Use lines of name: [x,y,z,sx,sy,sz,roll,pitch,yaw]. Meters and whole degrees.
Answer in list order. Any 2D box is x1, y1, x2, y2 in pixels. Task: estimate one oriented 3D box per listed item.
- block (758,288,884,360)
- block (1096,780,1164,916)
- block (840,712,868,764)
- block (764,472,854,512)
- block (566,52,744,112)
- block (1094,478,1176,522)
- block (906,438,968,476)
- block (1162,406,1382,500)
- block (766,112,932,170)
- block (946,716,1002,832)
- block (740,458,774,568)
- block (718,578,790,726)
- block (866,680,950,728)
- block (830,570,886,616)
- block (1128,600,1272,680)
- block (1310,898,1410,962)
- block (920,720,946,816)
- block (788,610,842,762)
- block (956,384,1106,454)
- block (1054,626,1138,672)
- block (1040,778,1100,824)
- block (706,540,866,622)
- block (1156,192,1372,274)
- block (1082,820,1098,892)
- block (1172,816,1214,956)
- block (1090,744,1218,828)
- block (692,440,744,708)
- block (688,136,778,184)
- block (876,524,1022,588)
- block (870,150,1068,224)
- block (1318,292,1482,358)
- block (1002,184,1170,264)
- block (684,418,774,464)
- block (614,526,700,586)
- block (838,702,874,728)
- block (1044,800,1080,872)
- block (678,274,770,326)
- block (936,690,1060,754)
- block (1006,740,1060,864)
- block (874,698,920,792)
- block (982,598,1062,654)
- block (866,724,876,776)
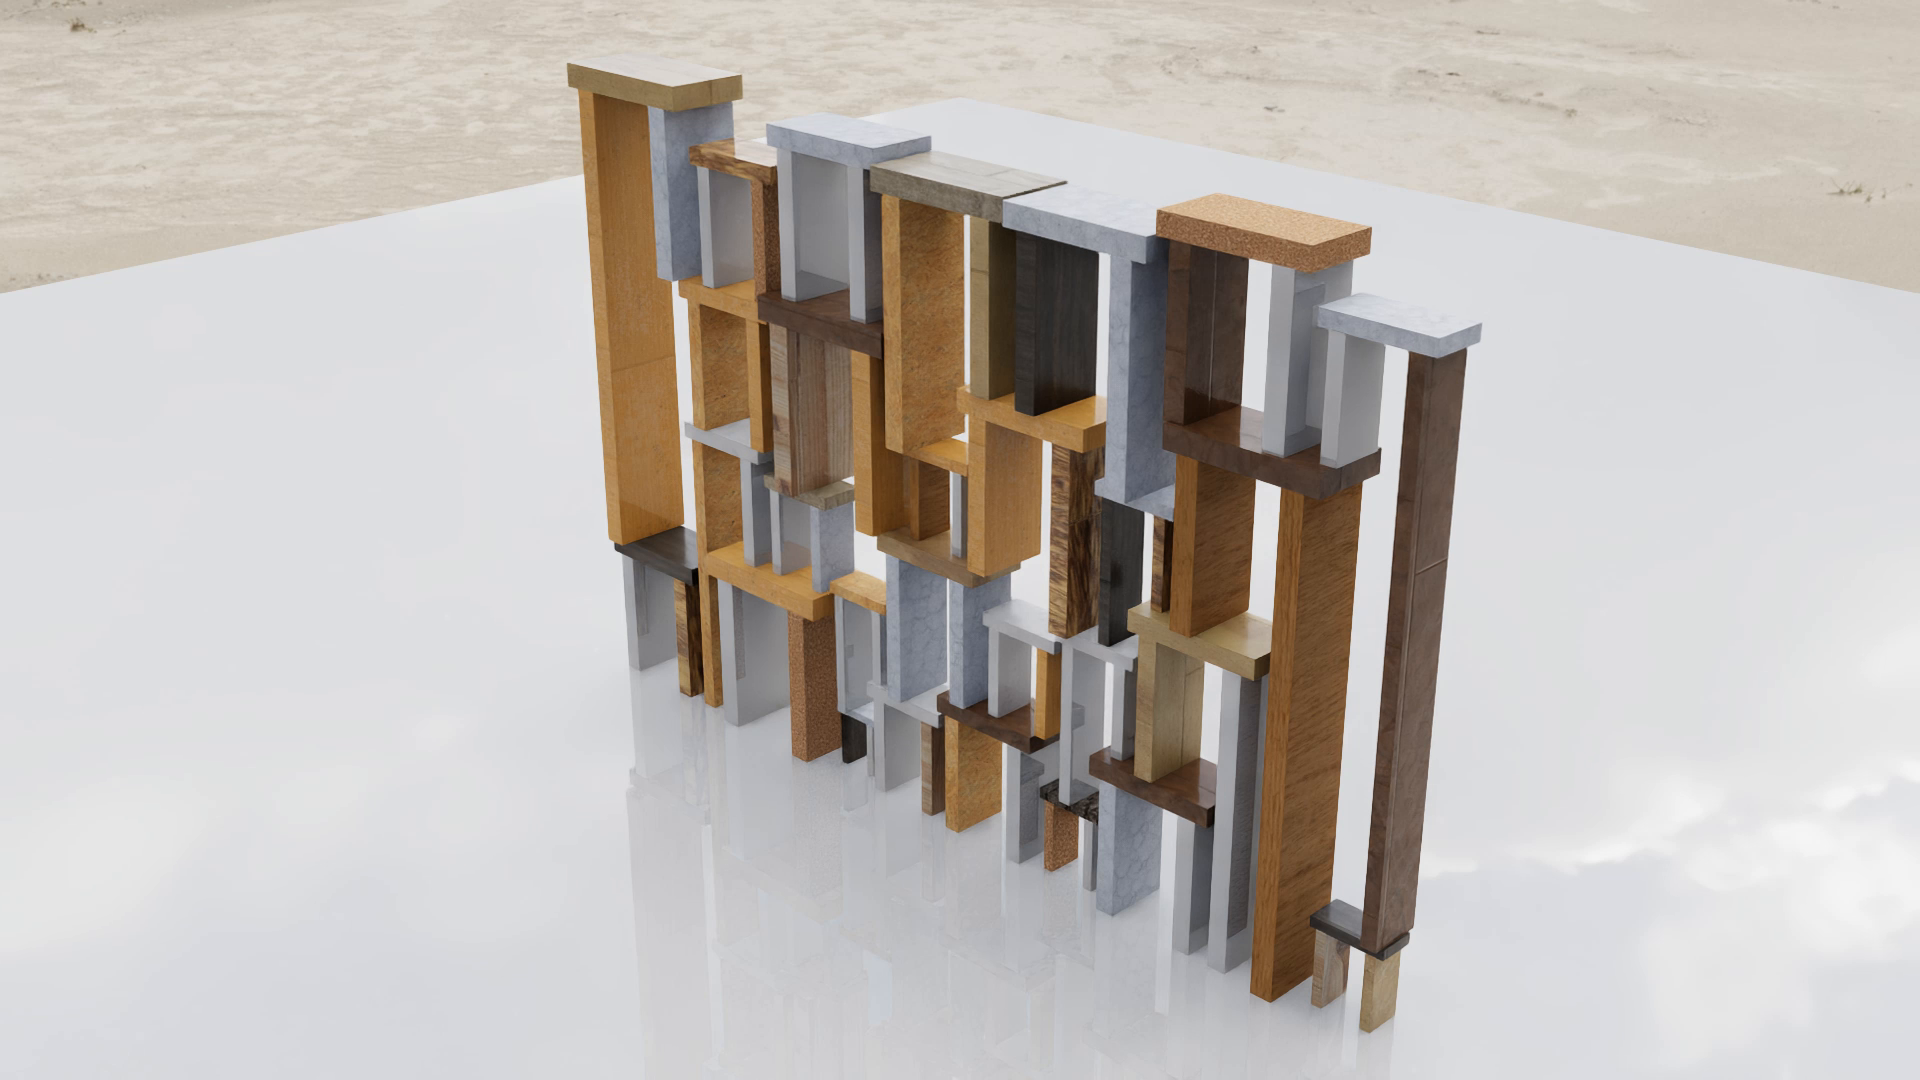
block: [-0.210,-0.434,4.267,0.355,0.050,0.177,21,31,40]
block: [0.318,0.551,4.108,0.039,0.276,0.138,21,31,41]
block: [-0.223,0.409,4.647,0.017,0.117,0.059,20,30,41]
block: [-0.305,-0.109,4.508,0.094,0.027,0.188,-21,31,-41]
block: [-0.627,-0.940,4.500,0.177,0.050,0.354,-21,31,-40]
block: [0.331,-0.080,3.834,0.089,0.025,0.178,-21,31,-40]
block: [-0.018,-0.164,4.177,0.169,0.024,0.085,21,31,40]
block: [0.508,-0.150,3.604,0.323,0.046,0.162,21,31,41]
block: [-0.211,-0.752,4.139,0.297,0.042,0.148,21,31,40]
block: [0.028,0.447,4.387,0.036,0.251,0.126,21,31,41]
block: [-0.402,-0.072,4.631,0.034,0.238,0.119,21,31,41]
block: [-0.441,0.222,4.803,0.170,0.340,0.048,-21,31,-41]
block: [-0.080,0.317,4.446,0.207,0.029,0.103,21,31,41]
block: [-0.180,0.107,4.459,0.162,0.023,0.081,21,31,40]
block: [0.442,0.160,3.810,0.280,0.040,0.140,21,31,41]
block: [0.685,0.667,3.769,0.153,0.022,0.076,21,31,41]
block: [-0.031,0.445,4.447,0.029,0.207,0.103,21,31,41]
block: [-0.280,0.284,4.655,0.048,0.340,0.170,21,31,41]
block: [0.158,-0.235,3.960,0.310,0.044,0.155,21,31,41]
block: [0.274,0.185,4.004,0.187,0.027,0.094,21,31,41]
block: [0.232,0.494,4.185,0.150,0.021,0.075,21,31,41]
block: [-0.361,0.074,4.653,0.340,0.048,0.170,21,31,41]
block: [0.481,-0.491,3.499,0.310,0.044,0.155,21,31,41]
block: [0.268,0.587,4.185,0.021,0.150,0.075,21,31,41]
block: [0.449,0.602,3.988,0.039,0.276,0.138,21,31,41]
block: [0.383,0.431,3.986,0.276,0.039,0.138,21,31,41]
block: [-0.514,0.063,4.810,0.034,0.627,0.119,21,31,41]
block: [-0.409,-0.751,4.347,0.247,0.035,0.123,21,31,40]
block: [-0.023,0.020,4.257,0.264,0.037,0.132,21,31,41]
block: [0.013,-0.635,3.939,0.331,0.047,0.166,21,31,40]
block: [0.670,-0.329,3.358,0.111,0.031,0.222,-21,31,-40]
block: [0.246,-0.537,3.720,0.163,0.046,0.327,-21,31,-40]
block: [-0.458,-0.219,4.629,0.239,0.034,0.119,21,31,40]
block: [-0.634,0.025,4.931,0.282,0.040,0.141,21,31,41]
block: [-0.196,0.358,4.595,0.117,0.017,0.058,20,30,41]
block: [0.197,0.559,4.251,0.021,0.150,0.075,21,31,41]
block: [-0.433,-0.502,4.487,0.279,0.040,0.139,21,31,40]
block: [0.087,0.338,4.276,0.251,0.036,0.126,21,31,41]
block: [0.146,0.493,4.278,0.036,0.251,0.126,21,31,41]
block: [-0.129,0.407,4.537,0.029,0.207,0.103,21,31,41]
block: [0.141,0.162,4.140,0.092,0.026,0.184,-21,31,-40]
block: [-0.167,0.431,4.596,0.058,0.117,0.017,-21,30,-41]
